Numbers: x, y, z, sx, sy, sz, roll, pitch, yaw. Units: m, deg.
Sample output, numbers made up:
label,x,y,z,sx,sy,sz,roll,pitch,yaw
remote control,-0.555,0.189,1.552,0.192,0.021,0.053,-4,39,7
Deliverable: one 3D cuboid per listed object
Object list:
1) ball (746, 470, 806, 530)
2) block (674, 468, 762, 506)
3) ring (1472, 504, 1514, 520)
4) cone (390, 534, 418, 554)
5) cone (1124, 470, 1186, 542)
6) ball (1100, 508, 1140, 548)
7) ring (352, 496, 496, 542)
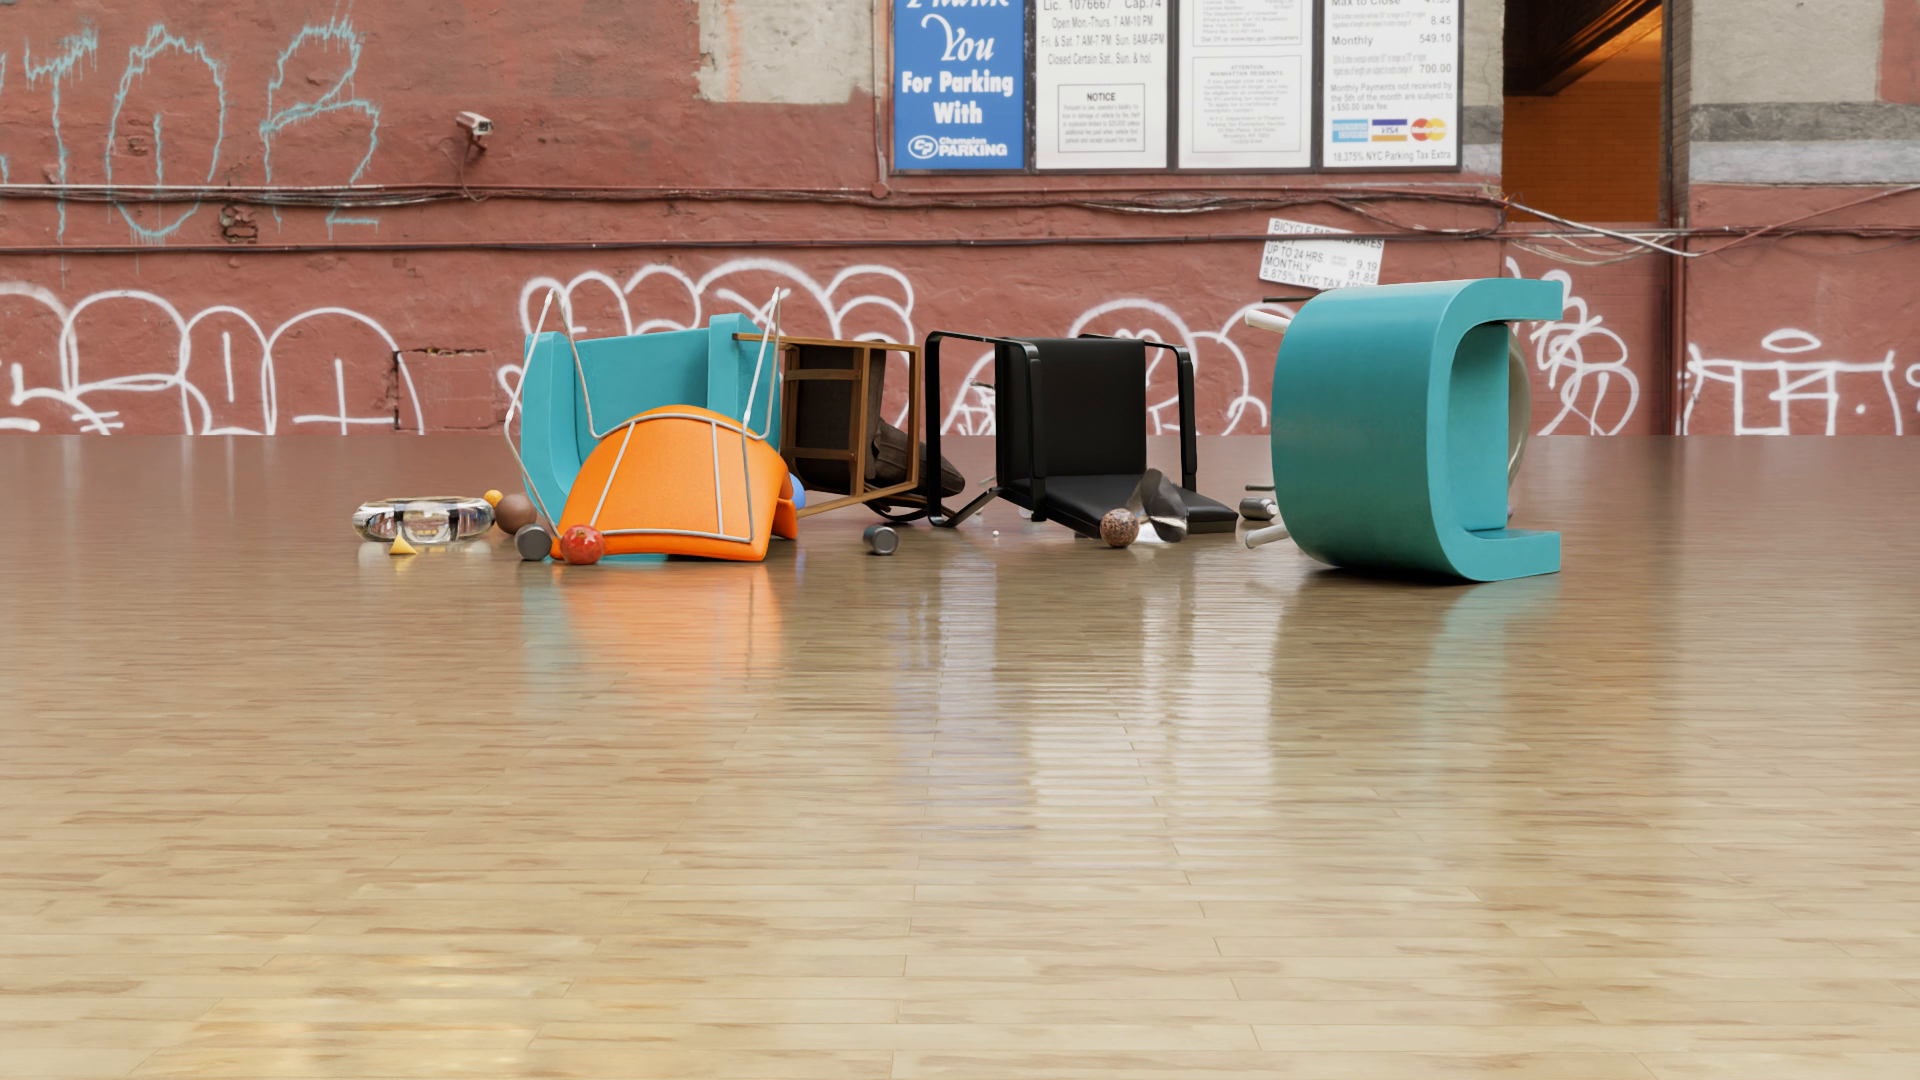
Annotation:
label,x,y,z,sx,sy,sz,roll,pitch,yaw
ball,-0.590,-0.131,7.046,0.192,0.192,0.192,0,4,0
block,-0.931,-0.206,8.514,0.301,0.142,0.258,0,4,3
ring,1.846,-0.098,7.621,0.114,0.050,0.280,4,5,33
cone,-1.509,0.024,5.988,0.070,0.061,0.060,23,-42,-14
cone,0.514,-0.052,6.521,0.224,0.223,0.312,-30,14,27
ball,0.451,-0.033,6.204,0.113,0.113,0.113,0,4,0
ring,-1.597,-0.063,6.558,0.424,0.126,0.364,-4,5,-34
